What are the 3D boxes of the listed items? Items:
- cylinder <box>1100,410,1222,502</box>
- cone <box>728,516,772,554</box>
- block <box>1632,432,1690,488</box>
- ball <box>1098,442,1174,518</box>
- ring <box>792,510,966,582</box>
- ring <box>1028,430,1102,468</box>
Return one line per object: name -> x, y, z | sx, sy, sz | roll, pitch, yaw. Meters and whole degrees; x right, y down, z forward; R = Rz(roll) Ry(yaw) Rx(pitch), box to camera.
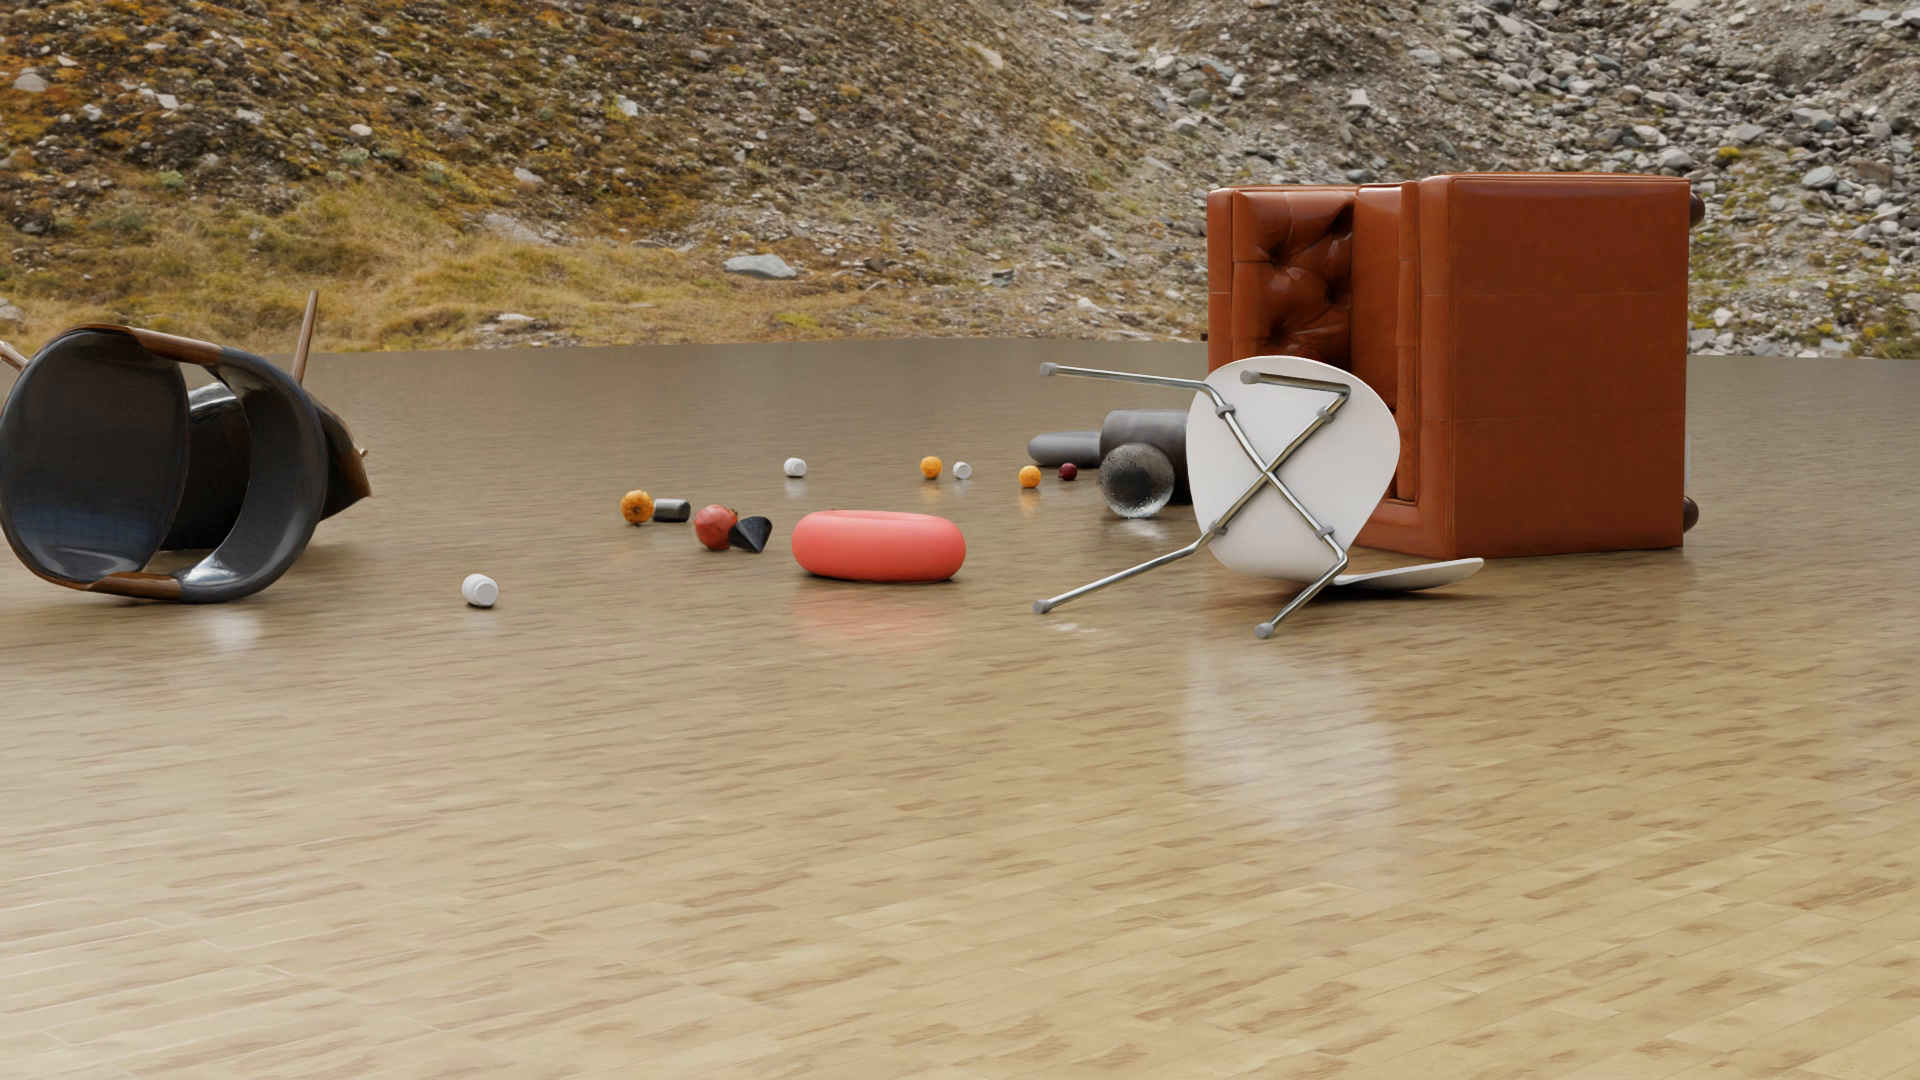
cylinder -> 0.589, -0.249, 7.538 | 0.278, 0.256, 0.276 | 3, -36, 26
cone -> -0.488, 0.008, 6.132 | 0.110, 0.093, 0.092 | -21, 39, -7
block -> 2.200, -0.252, 8.051 | 0.120, 0.165, 0.129 | -4, 7, -37
ball -> 0.479, -0.163, 6.977 | 0.209, 0.209, 0.209 | 0, 6, 0
ring -> -0.181, 0.013, 5.642 | 0.426, 0.136, 0.300 | 5, 6, 35
ring -> 0.474, -0.317, 8.967 | 0.483, 0.108, 0.452 | 3, 8, 23
